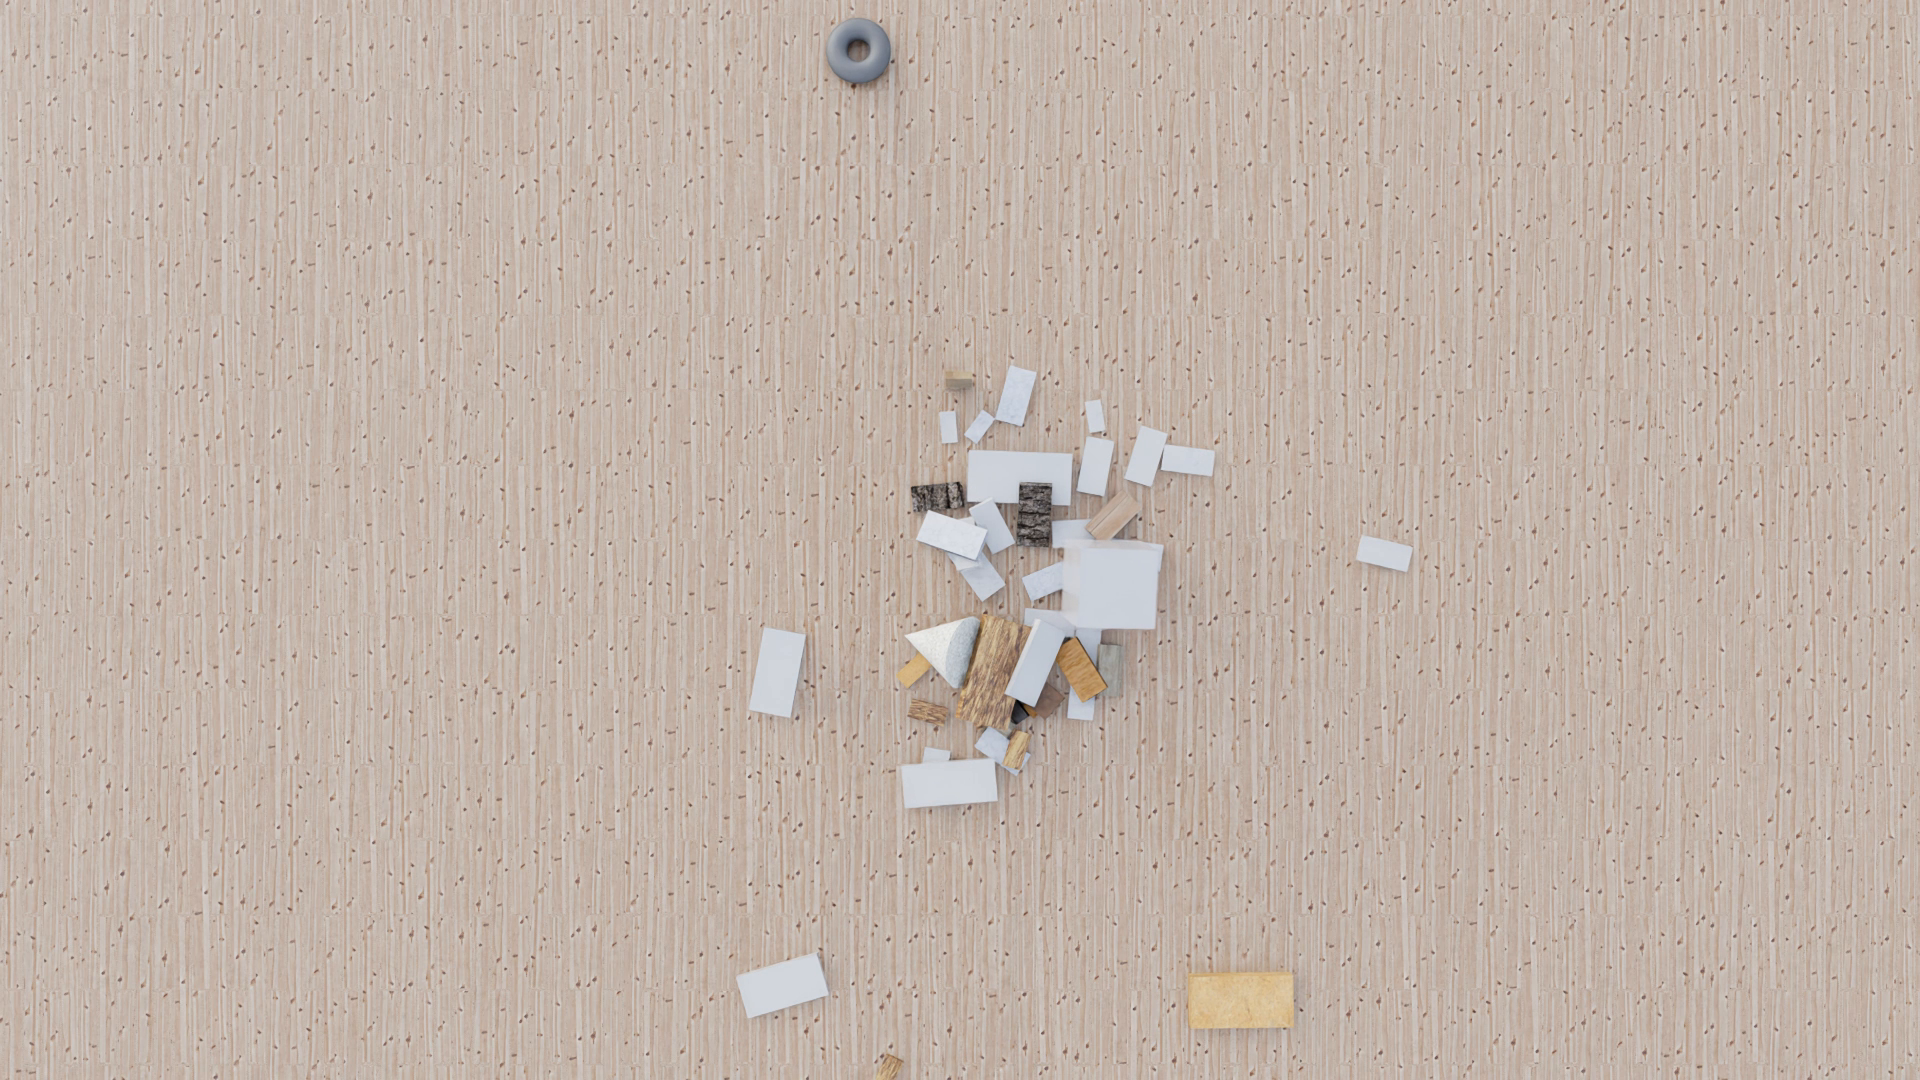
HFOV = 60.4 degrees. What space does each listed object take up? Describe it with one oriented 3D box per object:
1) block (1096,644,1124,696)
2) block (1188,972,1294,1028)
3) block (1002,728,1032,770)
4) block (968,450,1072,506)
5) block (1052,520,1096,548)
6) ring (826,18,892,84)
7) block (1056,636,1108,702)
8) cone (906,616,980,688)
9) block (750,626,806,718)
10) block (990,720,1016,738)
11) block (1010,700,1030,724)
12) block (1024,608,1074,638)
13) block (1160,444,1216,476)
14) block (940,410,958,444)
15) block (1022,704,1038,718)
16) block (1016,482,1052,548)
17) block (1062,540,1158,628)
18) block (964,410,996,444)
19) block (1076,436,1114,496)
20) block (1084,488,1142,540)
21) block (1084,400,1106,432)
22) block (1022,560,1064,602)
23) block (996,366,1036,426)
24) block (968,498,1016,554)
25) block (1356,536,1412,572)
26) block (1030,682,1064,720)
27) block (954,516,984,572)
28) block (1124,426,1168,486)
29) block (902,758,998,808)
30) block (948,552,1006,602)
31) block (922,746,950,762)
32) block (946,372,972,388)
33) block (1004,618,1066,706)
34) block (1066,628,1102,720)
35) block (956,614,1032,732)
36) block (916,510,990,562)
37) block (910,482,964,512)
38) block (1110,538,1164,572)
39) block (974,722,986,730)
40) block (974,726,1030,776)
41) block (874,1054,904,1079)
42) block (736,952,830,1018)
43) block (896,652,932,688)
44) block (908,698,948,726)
[{"bbox_3d":[0.495,0.432,5.475,0.085,0.024,0.169,4,90,-18],"label":"block"},{"bbox_3d":[0.932,1.528,5.476,0.341,0.048,0.171,-1,90,0],"label":"block"},{"bbox_3d":[0.188,0.695,5.467,0.063,0.018,0.125,18,90,0],"label":"block"},{"bbox_3d":[0.198,-0.206,5.476,0.341,0.048,0.171,2,90,0],"label":"block"},{"bbox_3d":[0.396,-0.023,5.487,0.179,0.025,0.090,-3,90,0],"label":"block"},{"bbox_3d":[-0.336,-1.621,5.465,0.217,0.072,0.217,0,89,0],"label":"ring"},{"bbox_3d":[0.396,0.429,5.454,0.098,0.028,0.196,-34,80,13],"label":"block"},{"bbox_3d":[-0.085,0.342,5.441,0.239,0.239,0.239,13,90,30],"label":"cone"},{"bbox_3d":[-0.605,0.439,5.480,0.139,0.039,0.278,11,90,0],"label":"block"},{"bbox_3d":[0.127,0.604,5.477,0.107,0.015,0.054,35,93,-5],"label":"block"},{"bbox_3d":[0.177,0.556,5.483,0.054,0.015,0.107,-37,90,23],"label":"block"},{"bbox_3d":[0.298,0.275,5.488,0.169,0.024,0.085,5,90,0],"label":"block"},{"bbox_3d":[0.758,-0.265,5.488,0.170,0.024,0.085,7,90,0],"label":"block"},{"bbox_3d":[-0.038,-0.376,5.493,0.052,0.015,0.104,-5,90,0],"label":"block"},{"bbox_3d":[0.262,0.530,5.492,0.060,0.017,0.120,41,90,0],"label":"block"},{"bbox_3d":[0.245,-0.083,5.449,0.108,0.030,0.215,2,110,0],"label":"block"},{"bbox_3d":[0.482,0.140,5.335,0.253,0.253,0.253,1,96,-8],"label":"block"},{"bbox_3d":[0.065,-0.377,5.493,0.052,0.015,0.104,36,90,0],"label":"block"},{"bbox_3d":[0.450,-0.245,5.487,0.092,0.026,0.185,11,90,0],"label":"block"},{"bbox_3d":[0.506,-0.075,5.462,0.090,0.025,0.179,45,90,0],"label":"block"},{"bbox_3d":[0.449,-0.412,5.493,0.052,0.015,0.104,-9,90,0],"label":"block"},{"bbox_3d":[0.298,0.132,5.488,0.169,0.024,0.085,-23,90,0],"label":"block"},{"bbox_3d":[0.186,-0.478,5.487,0.092,0.026,0.184,15,90,0],"label":"block"},{"bbox_3d":[0.107,-0.047,5.461,0.086,0.024,0.171,-27,107,4],"label":"block"},{"bbox_3d":[1.411,0.045,5.488,0.170,0.024,0.085,14,90,0],"label":"block"},{"bbox_3d":[0.242,0.495,5.470,0.196,0.028,0.098,42,90,9],"label":"block"},{"bbox_3d":[0.020,0.014,5.456,0.085,0.024,0.171,-13,71,8],"label":"block"},{"bbox_3d":[0.618,-0.278,5.487,0.092,0.026,0.185,17,90,0],"label":"block"},{"bbox_3d":[-0.035,0.803,5.456,0.307,0.039,0.139,-5,90,0],"label":"block"},{"bbox_3d":[0.055,0.097,5.486,0.098,0.028,0.196,-36,90,0],"label":"block"},{"bbox_3d":[-0.089,0.779,5.488,0.085,0.024,0.170,11,90,0],"label":"block"},{"bbox_3d":[-0.003,-0.521,5.355,0.085,0.289,0.024,0,90,0],"label":"block"},{"bbox_3d":[0.248,0.404,5.422,0.108,0.030,0.268,27,82,-26],"label":"block"},{"bbox_3d":[0.416,0.415,5.488,0.085,0.024,0.363,6,90,0],"label":"block"},{"bbox_3d":[0.115,0.435,5.421,0.171,0.048,0.350,16,87,-15],"label":"block"},{"bbox_3d":[-0.024,-0.013,5.444,0.215,0.030,0.108,19,79,17],"label":"block"},{"bbox_3d":[-0.074,-0.144,5.488,0.171,0.024,0.086,-6,90,0],"label":"block"},{"bbox_3d":[0.581,0.049,5.487,0.179,0.025,0.090,8,90,0],"label":"block"},{"bbox_3d":[0.094,0.587,5.492,0.107,0.015,0.054,-26,90,0],"label":"block"},{"bbox_3d":[0.141,0.700,5.488,0.170,0.024,0.085,35,90,0],"label":"block"},{"bbox_3d":[-0.285,1.877,5.491,0.063,0.018,0.337,24,90,0],"label":"block"},{"bbox_3d":[-0.588,1.478,5.480,0.278,0.039,0.139,-16,90,0],"label":"block"},{"bbox_3d":[-0.151,0.431,5.492,0.120,0.017,0.060,-43,90,0],"label":"block"},{"bbox_3d":[-0.108,0.574,5.491,0.125,0.018,0.063,15,90,0],"label":"block"}]
